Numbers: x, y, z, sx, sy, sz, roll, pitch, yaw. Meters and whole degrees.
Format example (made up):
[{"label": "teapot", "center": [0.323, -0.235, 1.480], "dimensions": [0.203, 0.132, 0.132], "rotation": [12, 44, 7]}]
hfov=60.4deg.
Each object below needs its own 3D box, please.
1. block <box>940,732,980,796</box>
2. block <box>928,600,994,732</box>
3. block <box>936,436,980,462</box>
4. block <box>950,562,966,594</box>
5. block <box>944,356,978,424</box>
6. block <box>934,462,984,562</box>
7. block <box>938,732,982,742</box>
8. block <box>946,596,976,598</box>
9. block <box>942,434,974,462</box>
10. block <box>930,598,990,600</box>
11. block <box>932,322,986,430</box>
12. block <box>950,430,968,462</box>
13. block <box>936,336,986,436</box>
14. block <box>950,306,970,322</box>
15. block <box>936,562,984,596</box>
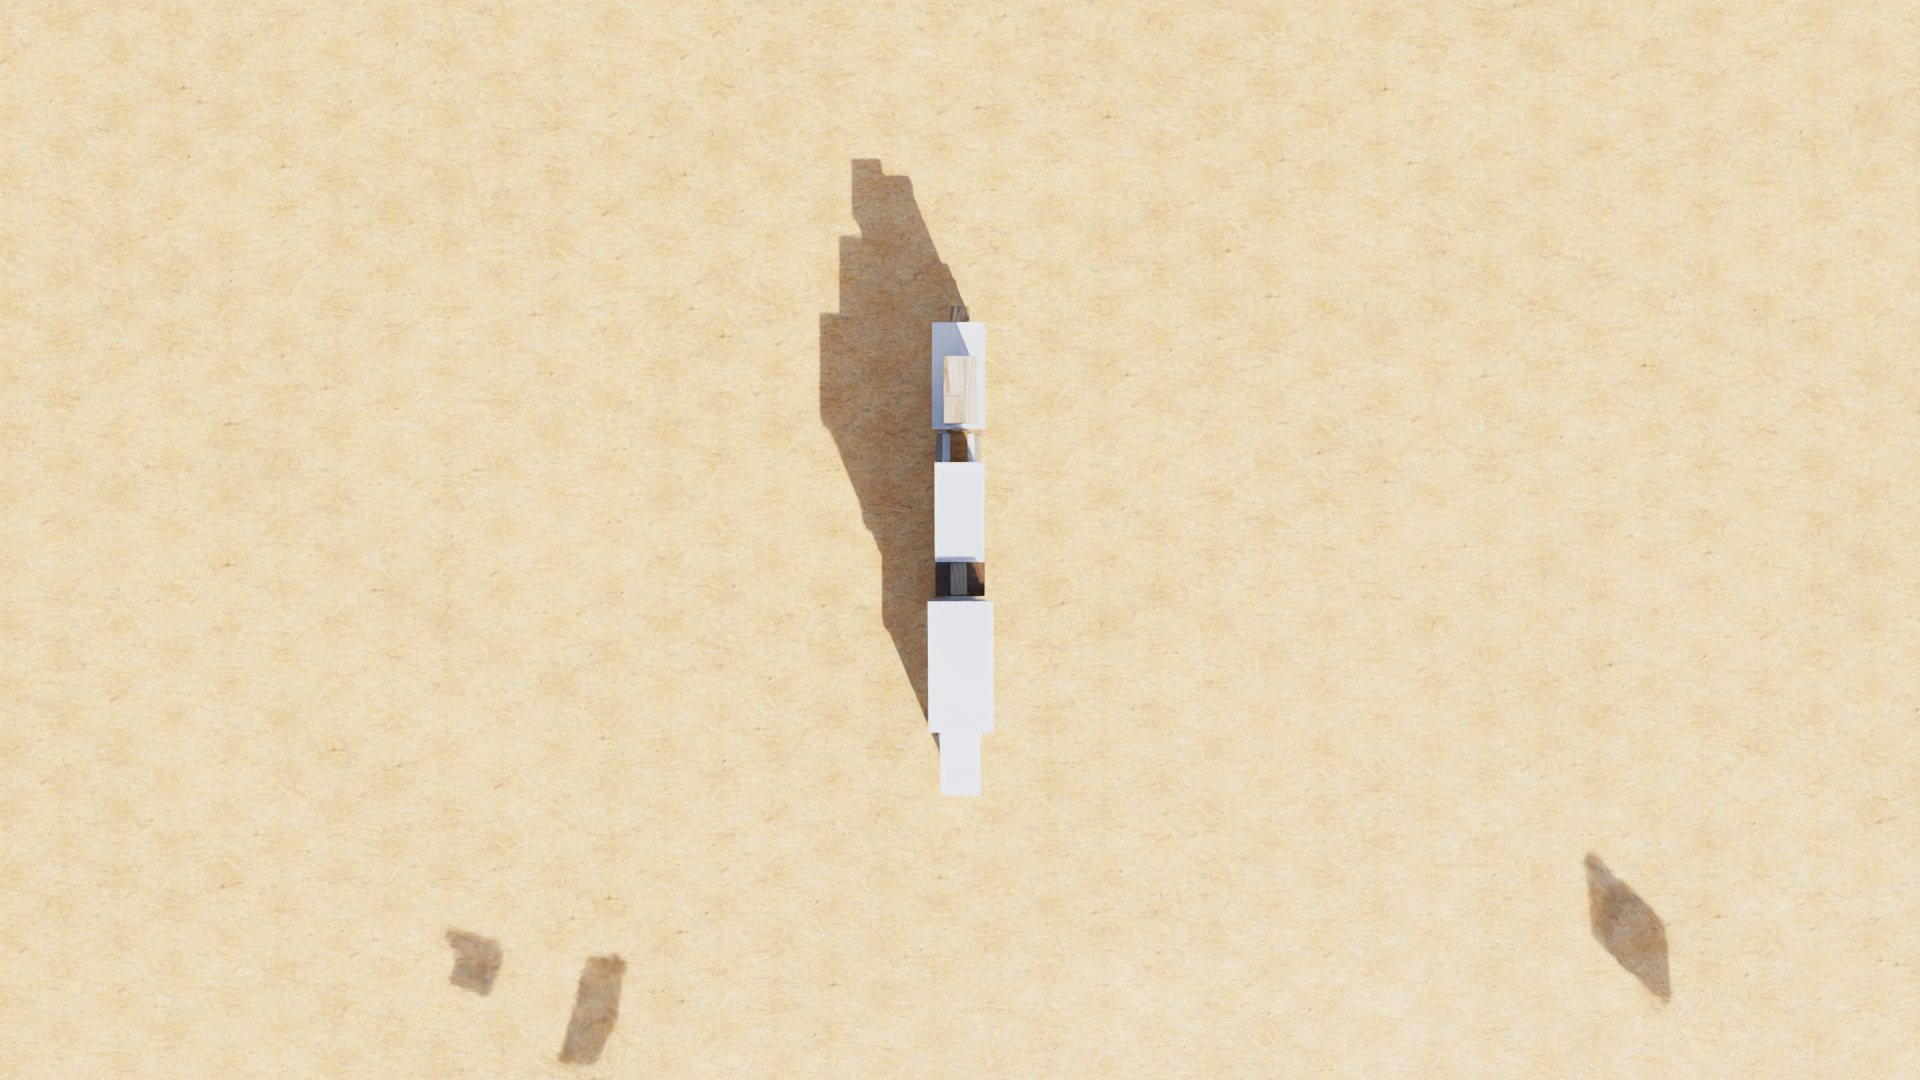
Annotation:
[{"label": "block", "center": [0.001, 0.640, 4.929], "dimensions": [0.120, 0.034, 0.239], "rotation": [-1, 90, 0]}, {"label": "block", "center": [0.003, 0.338, 4.418], "dimensions": [0.175, 0.049, 0.349], "rotation": [0, 90, 0]}, {"label": "block", "center": [-0.005, -0.185, 5.198], "dimensions": [0.141, 0.040, 0.282], "rotation": [0, 90, 0]}, {"label": "block", "center": [-0.004, 0.111, 4.748], "dimensions": [0.046, 0.013, 0.093], "rotation": [0, 90, 0]}, {"label": "block", "center": [0.001, -0.419, 4.601], "dimensions": [0.093, 0.026, 0.186], "rotation": [0, 90, 0]}, {"label": "block", "center": [-0.001, -0.076, 4.555], "dimensions": [0.137, 0.039, 0.274], "rotation": [0, 90, 0]}, {"label": "block", "center": [-0.001, 0.497, 5.205], "dimensions": [0.138, 0.039, 0.275], "rotation": [0, 90, 0]}, {"label": "block", "center": [0.003, 0.259, 5.296], "dimensions": [0.095, 0.027, 0.191], "rotation": [0, 90, 0]}, {"label": "block", "center": [-0.005, -0.224, 4.974], "dimensions": [0.095, 0.027, 0.191], "rotation": [0, 90, 0]}, {"label": "block", "center": [0.002, 0.343, 4.816], "dimensions": [0.172, 0.049, 0.345], "rotation": [0, 90, 0]}, {"label": "block", "center": [-0.004, -0.479, 4.822], "dimensions": [0.154, 0.044, 0.309], "rotation": [0, 90, 0]}, {"label": "block", "center": [-0.003, -0.270, 4.851], "dimensions": [0.051, 0.015, 0.103], "rotation": [0, 90, 0]}, {"label": "block", "center": [0.002, -0.483, 5.174], "dimensions": [0.152, 0.043, 0.304], "rotation": [0, 90, 0]}, {"label": "block", "center": [0.000, -0.699, 5.370], "dimensions": [0.061, 0.017, 0.121], "rotation": [0, 90, 0]}, {"label": "block", "center": [0.001, 0.021, 4.868], "dimensions": [0.145, 0.041, 0.290], "rotation": [0, 90, 0]}]
